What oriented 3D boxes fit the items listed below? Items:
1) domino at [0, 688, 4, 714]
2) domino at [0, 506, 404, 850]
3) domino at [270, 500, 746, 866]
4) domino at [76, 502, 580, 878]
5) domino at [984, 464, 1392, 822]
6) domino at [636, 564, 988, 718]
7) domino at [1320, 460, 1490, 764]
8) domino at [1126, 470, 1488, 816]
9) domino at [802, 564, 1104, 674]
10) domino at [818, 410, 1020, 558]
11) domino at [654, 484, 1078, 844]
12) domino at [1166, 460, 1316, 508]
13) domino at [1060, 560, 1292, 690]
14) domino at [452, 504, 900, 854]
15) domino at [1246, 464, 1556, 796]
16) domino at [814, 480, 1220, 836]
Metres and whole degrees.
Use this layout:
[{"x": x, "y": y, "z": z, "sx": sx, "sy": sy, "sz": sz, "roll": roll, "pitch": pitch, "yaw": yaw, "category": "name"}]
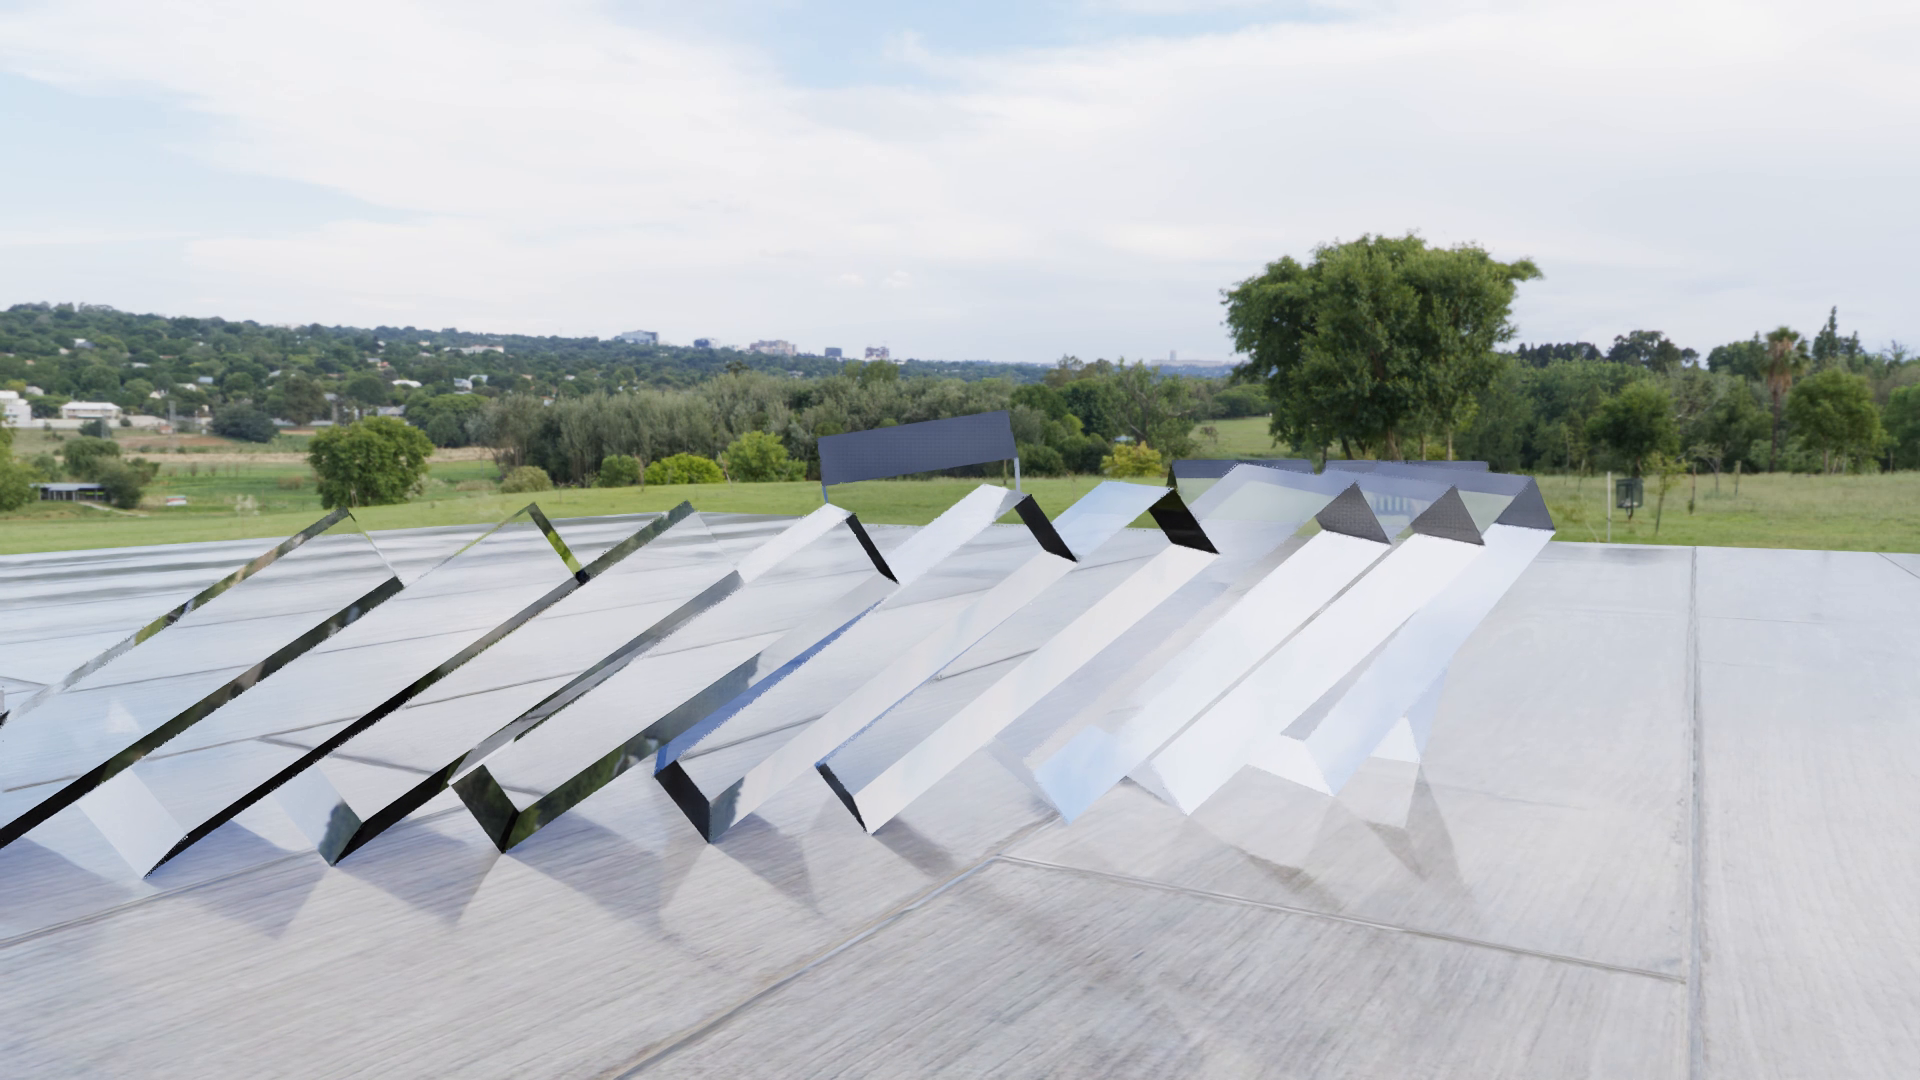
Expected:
[{"x": -0.133, "y": 0.027, "z": 0.146, "sx": 0.025, "sy": 0.009, "sz": 0.050, "roll": -1, "pitch": 5, "yaw": -19, "category": "domino"}, {"x": -0.086, "y": 0.015, "z": 0.139, "sx": 0.050, "sy": 0.009, "sz": 0.025, "roll": -37, "pitch": 19, "yaw": -20, "category": "domino"}, {"x": -0.049, "y": 0.014, "z": 0.144, "sx": 0.050, "sy": 0.009, "sz": 0.025, "roll": -35, "pitch": 12, "yaw": -9, "category": "domino"}, {"x": -0.066, "y": 0.014, "z": 0.141, "sx": 0.050, "sy": 0.009, "sz": 0.025, "roll": -35, "pitch": 13, "yaw": -12, "category": "domino"}, {"x": 0.025, "y": 0.011, "z": 0.156, "sx": 0.050, "sy": 0.009, "sz": 0.025, "roll": -39, "pitch": 18, "yaw": -10, "category": "domino"}, {"x": -0.023, "y": 0.016, "z": 0.205, "sx": 0.050, "sy": 0.009, "sz": 0.025, "roll": -3, "pitch": -32, "yaw": -32, "category": "domino"}, {"x": 0.060, "y": 0.008, "z": 0.190, "sx": 0.025, "sy": 0.009, "sz": 0.050, "roll": 3, "pitch": 46, "yaw": 36, "category": "domino"}, {"x": 0.038, "y": 0.011, "z": 0.162, "sx": 0.050, "sy": 0.010, "sz": 0.025, "roll": -39, "pitch": 18, "yaw": -11, "category": "domino"}, {"x": -0.001, "y": 0.015, "z": 0.236, "sx": 0.050, "sy": 0.010, "sz": 0.025, "roll": 1, "pitch": -26, "yaw": 17, "category": "domino"}, {"x": -0.004, "y": 0.005, "z": 0.182, "sx": 0.025, "sy": 0.050, "sz": 0.010, "roll": -9, "pitch": 46, "yaw": -2, "category": "domino"}, {"x": -0.012, "y": 0.013, "z": 0.150, "sx": 0.050, "sy": 0.010, "sz": 0.025, "roll": -37, "pitch": 11, "yaw": -6, "category": "domino"}, {"x": 0.051, "y": 0.007, "z": 0.213, "sx": 0.025, "sy": 0.009, "sz": 0.050, "roll": 0, "pitch": 45, "yaw": -3, "category": "domino"}, {"x": 0.039, "y": 0.015, "z": 0.243, "sx": 0.025, "sy": 0.009, "sz": 0.050, "roll": 22, "pitch": -1, "yaw": -13, "category": "domino"}, {"x": -0.032, "y": 0.014, "z": 0.148, "sx": 0.050, "sy": 0.009, "sz": 0.025, "roll": -34, "pitch": 10, "yaw": -8, "category": "domino"}, {"x": 0.054, "y": 0.010, "z": 0.172, "sx": 0.050, "sy": 0.009, "sz": 0.025, "roll": -43, "pitch": 26, "yaw": -19, "category": "domino"}, {"x": 0.005, "y": 0.012, "z": 0.154, "sx": 0.050, "sy": 0.009, "sz": 0.025, "roll": -38, "pitch": 11, "yaw": -6, "category": "domino"}]
